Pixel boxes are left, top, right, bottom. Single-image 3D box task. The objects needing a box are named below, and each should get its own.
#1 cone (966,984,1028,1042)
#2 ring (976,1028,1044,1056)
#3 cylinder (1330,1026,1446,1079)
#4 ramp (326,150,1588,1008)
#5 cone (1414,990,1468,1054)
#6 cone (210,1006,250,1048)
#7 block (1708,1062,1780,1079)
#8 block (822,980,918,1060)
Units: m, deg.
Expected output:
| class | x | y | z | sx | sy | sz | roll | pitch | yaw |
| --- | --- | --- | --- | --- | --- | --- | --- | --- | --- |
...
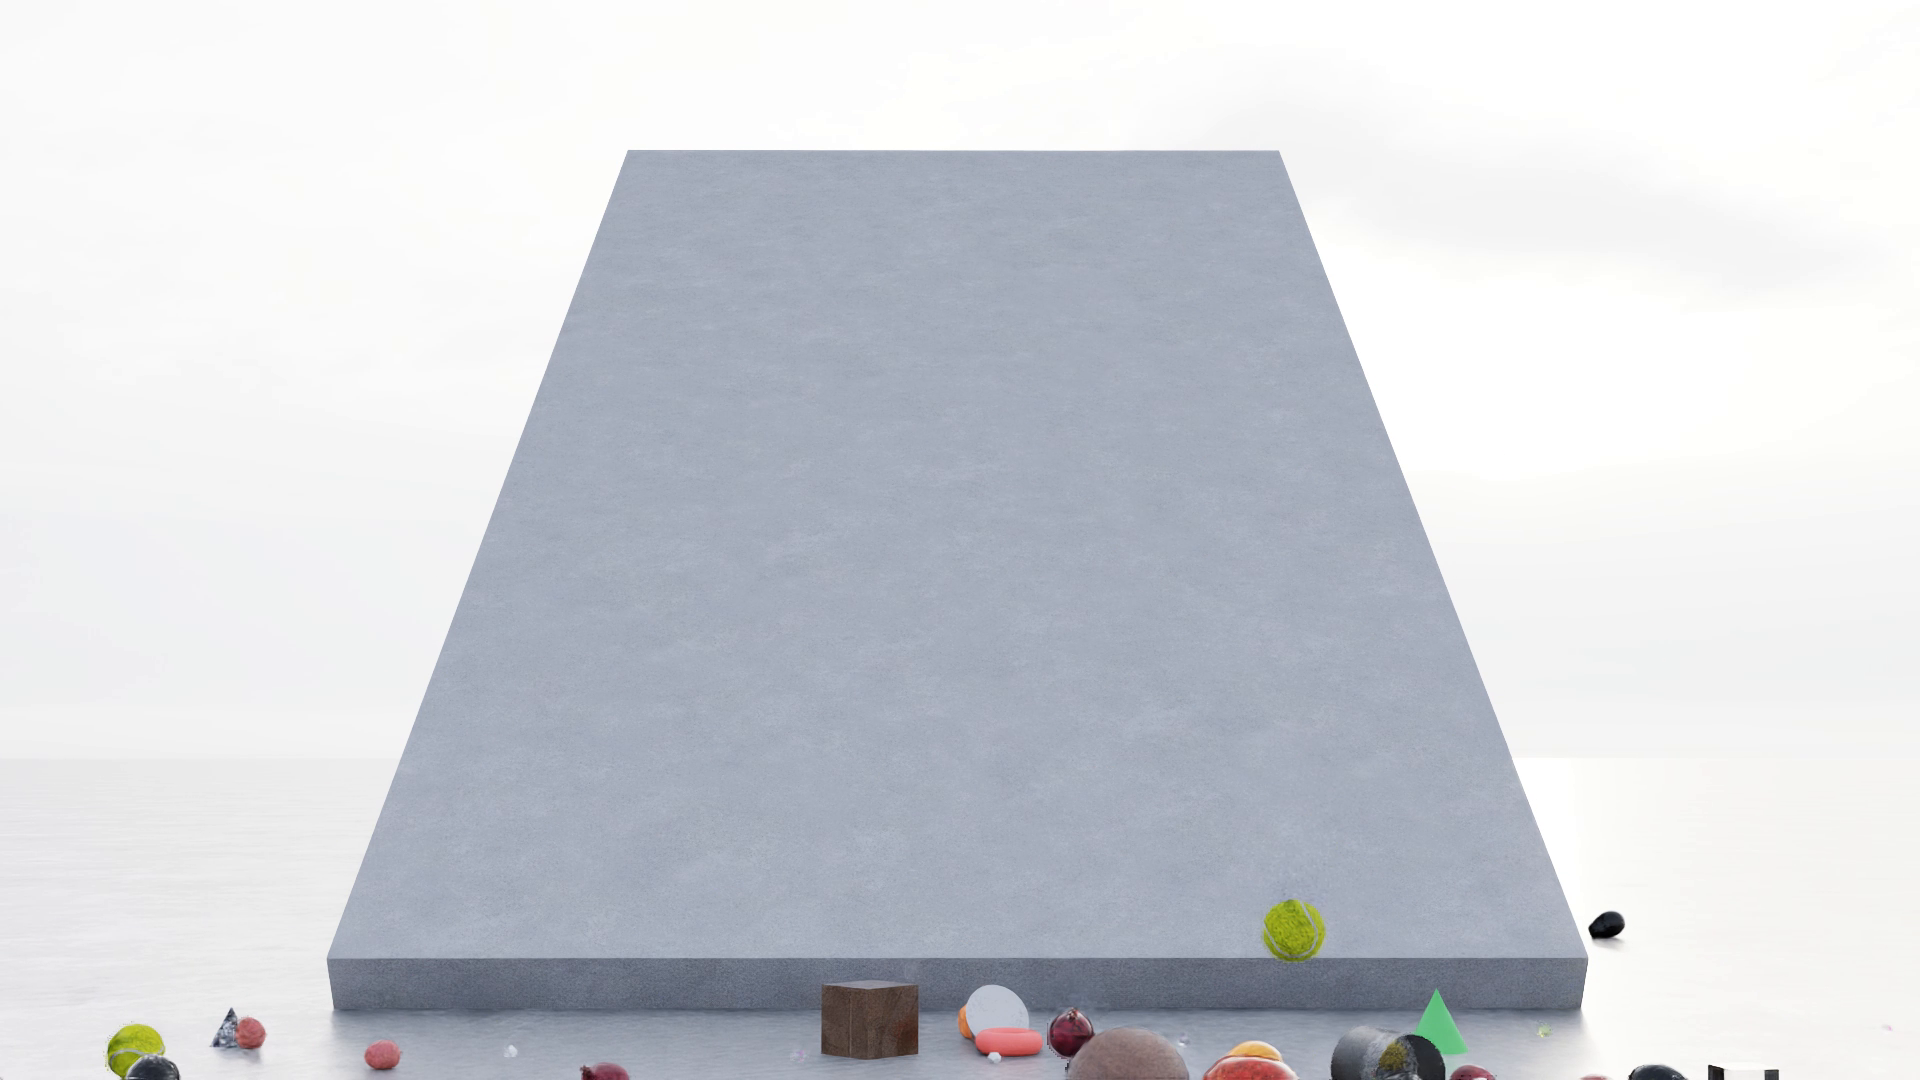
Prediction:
| class | x | y | z | sx | sy | sz | roll | pitch | yaw |
| --- | --- | --- | --- | --- | --- | --- | --- | --- | --- |
| cone | 0.036 | 0.687 | 3.346 | 0.094 | 0.094 | 0.094 | 2 | -32 | -23 |
| ring | 0.067 | 0.684 | 3.248 | 0.093 | 0.031 | 0.093 | 1 | -4 | 0 |
| cylinder | 0.486 | 0.605 | 2.710 | 0.093 | 0.093 | 0.093 | 2 | -6 | -23 |
| ramp | -0.011 | -0.224 | 5.565 | 2.000 | 0.100 | 4.000 | 0 | 28 | 0 |
| cone | 0.656 | 0.660 | 3.278 | 0.085 | 0.085 | 0.085 | 0 | -5 | 0 |
| cone | -1.021 | 0.680 | 3.336 | 0.055 | 0.055 | 0.055 | 0 | -5 | 0 |
| block | 0.883 | 0.621 | 2.682 | 0.056 | 0.056 | 0.056 | 1 | -5 | -11 |
| block | -0.123 | 0.653 | 3.245 | 0.093 | 0.093 | 0.093 | 5 | -7 | -44 |
